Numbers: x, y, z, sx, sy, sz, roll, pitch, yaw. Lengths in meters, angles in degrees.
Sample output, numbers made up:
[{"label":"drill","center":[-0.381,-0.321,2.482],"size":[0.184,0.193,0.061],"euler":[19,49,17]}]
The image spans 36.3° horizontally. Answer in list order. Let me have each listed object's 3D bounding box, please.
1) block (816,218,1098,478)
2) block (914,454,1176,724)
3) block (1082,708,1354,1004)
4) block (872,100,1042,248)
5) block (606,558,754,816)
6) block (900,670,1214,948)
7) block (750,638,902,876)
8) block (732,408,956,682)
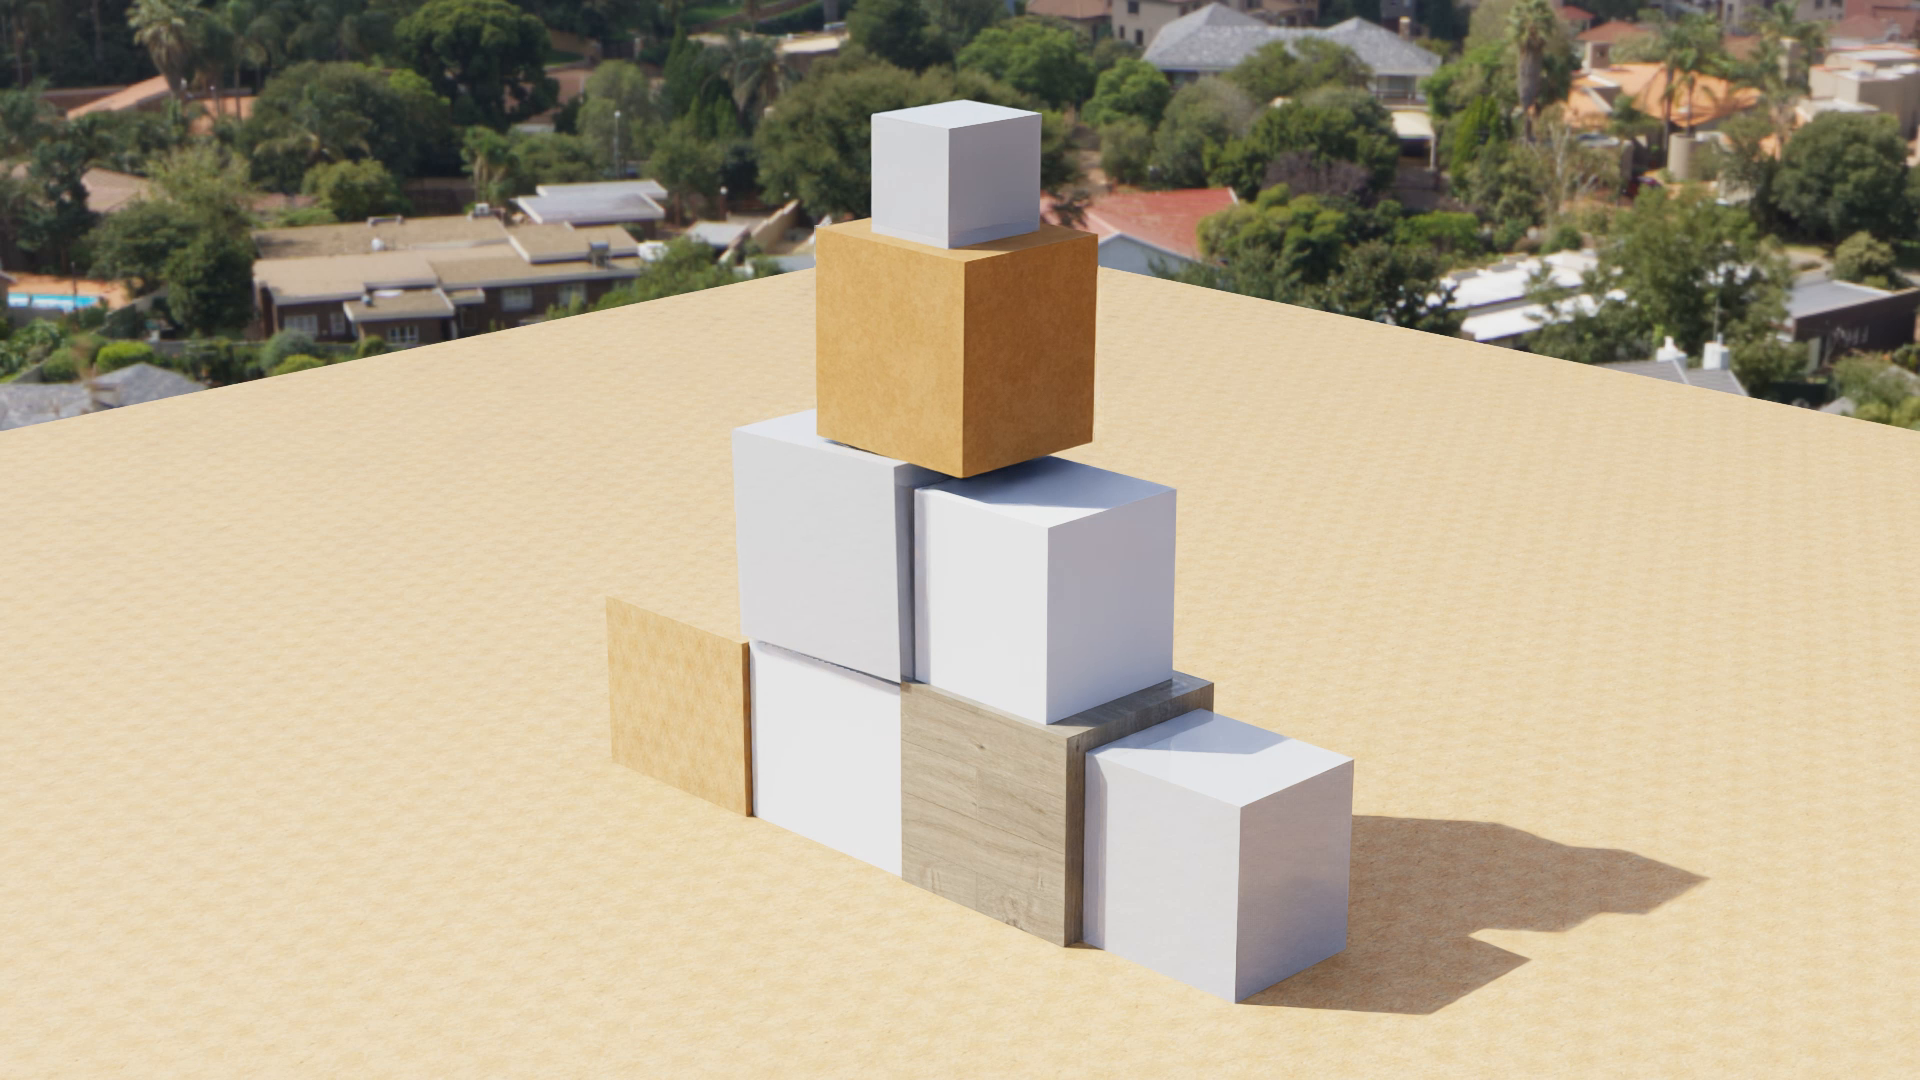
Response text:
[{"label":"block","center":[-0.020,-0.910,13.076],"size":[0.833,0.951,0.931],"euler":[-17,25,-42]},{"label":"block","center":[0.376,0.199,12.989],"size":[0.824,0.885,0.804],"euler":[-17,24,-42]},{"label":"block","center":[1.104,1.338,12.612],"size":[0.752,0.884,0.859],"euler":[-17,24,-42]},{"label":"block","center":[-0.017,-1.608,12.845],"size":[0.570,0.520,0.476],"euler":[-17,25,-42]},{"label":"block","center":[-1.047,0.699,14.648],"size":[0.980,0.883,1.025],"euler":[-17,24,-42]},{"label":"block","center":[0.434,1.095,13.236],"size":[0.966,0.974,1.015],"euler":[-17,24,-42]},{"label":"block","center":[-0.295,0.896,13.951],"size":[0.939,0.925,1.043],"euler":[-17,24,-42]},{"label":"block","center":[-0.310,-0.042,13.632],"size":[0.990,0.996,1.082],"euler":[-17,22,-42]}]
